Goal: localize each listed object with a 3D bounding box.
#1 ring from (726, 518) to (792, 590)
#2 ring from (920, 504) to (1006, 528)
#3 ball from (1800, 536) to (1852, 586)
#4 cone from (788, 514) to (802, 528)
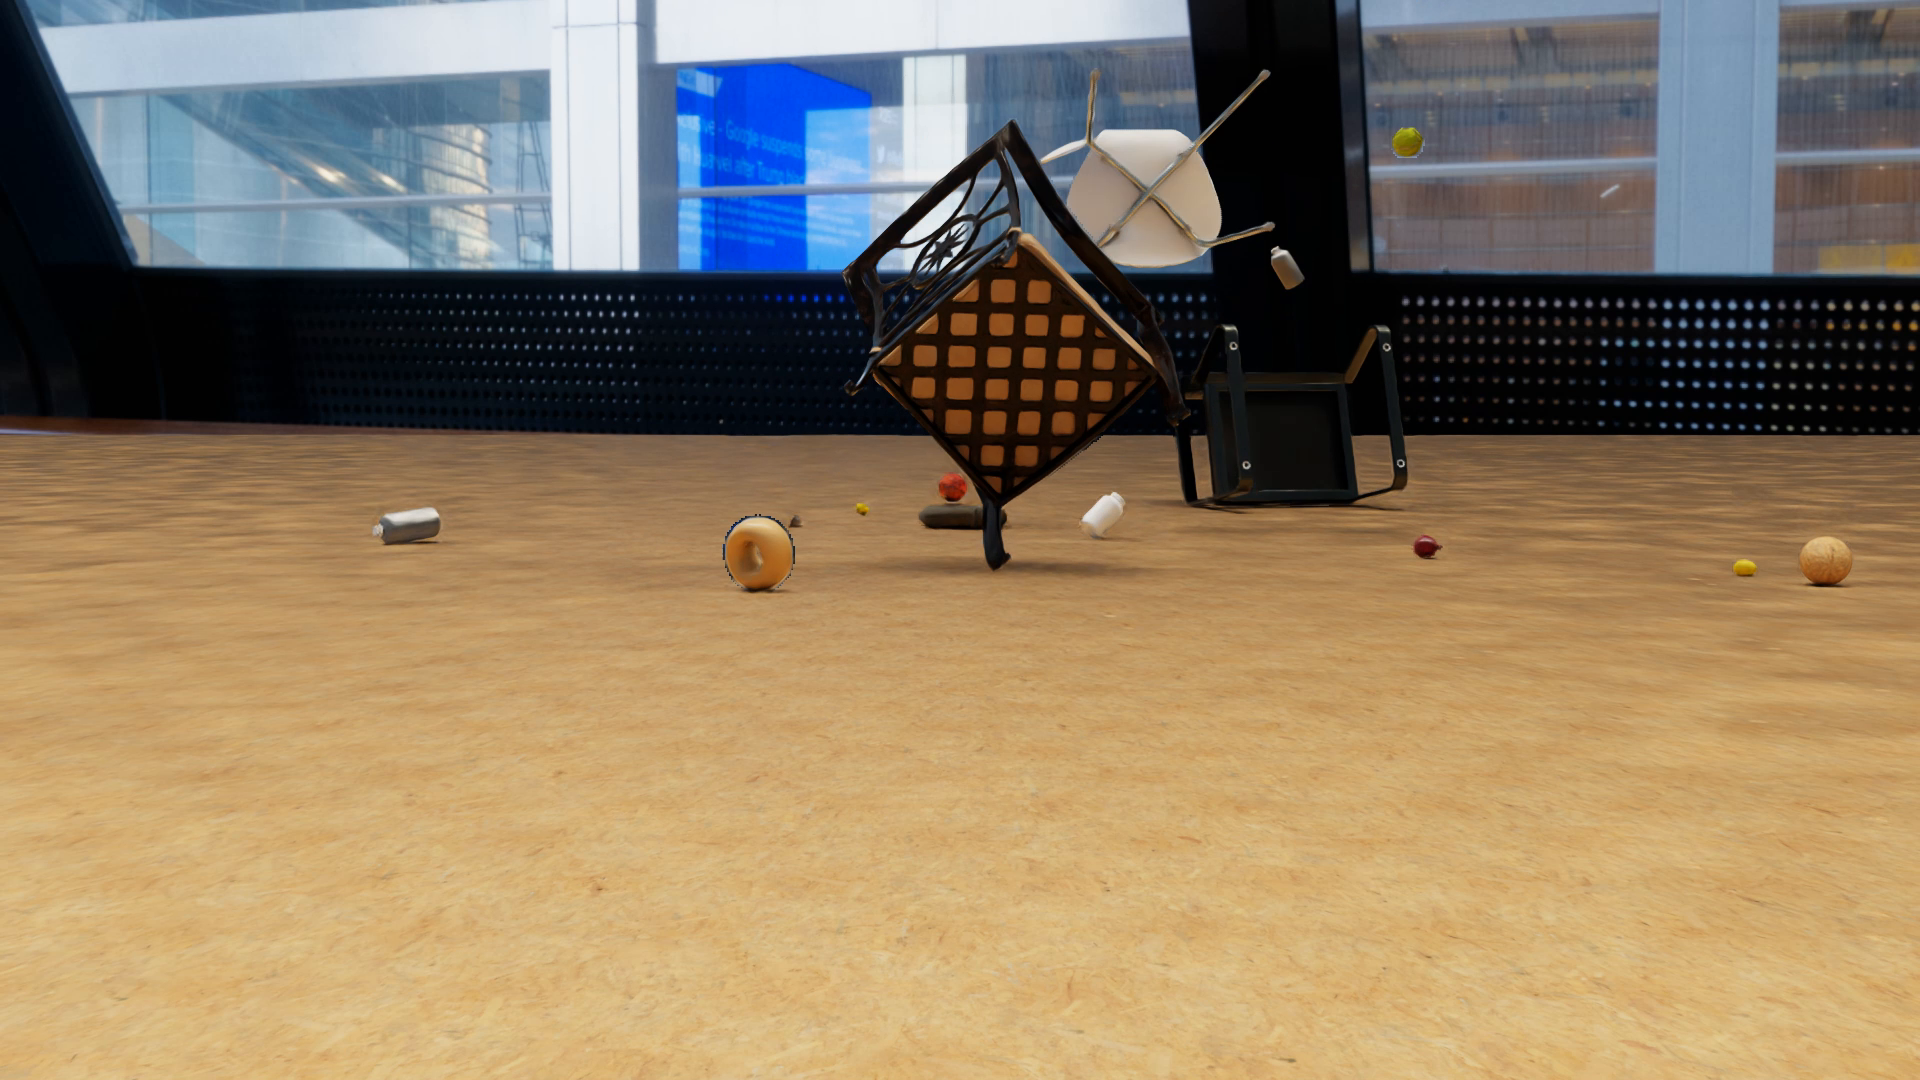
[{"bbox_3d":[-0.449,0.030,4.906,0.076,0.161,0.186,-27,-12,-45],"label":"ring"},{"bbox_3d":[0.010,-0.076,7.155,0.279,0.070,0.296,-2,4,-33],"label":"ring"},{"bbox_3d":[1.979,0.047,5.028,0.113,0.113,0.113,0,4,0],"label":"ball"},{"bbox_3d":[-0.523,-0.050,7.101,0.042,0.056,0.044,34,29,9],"label":"cone"}]
